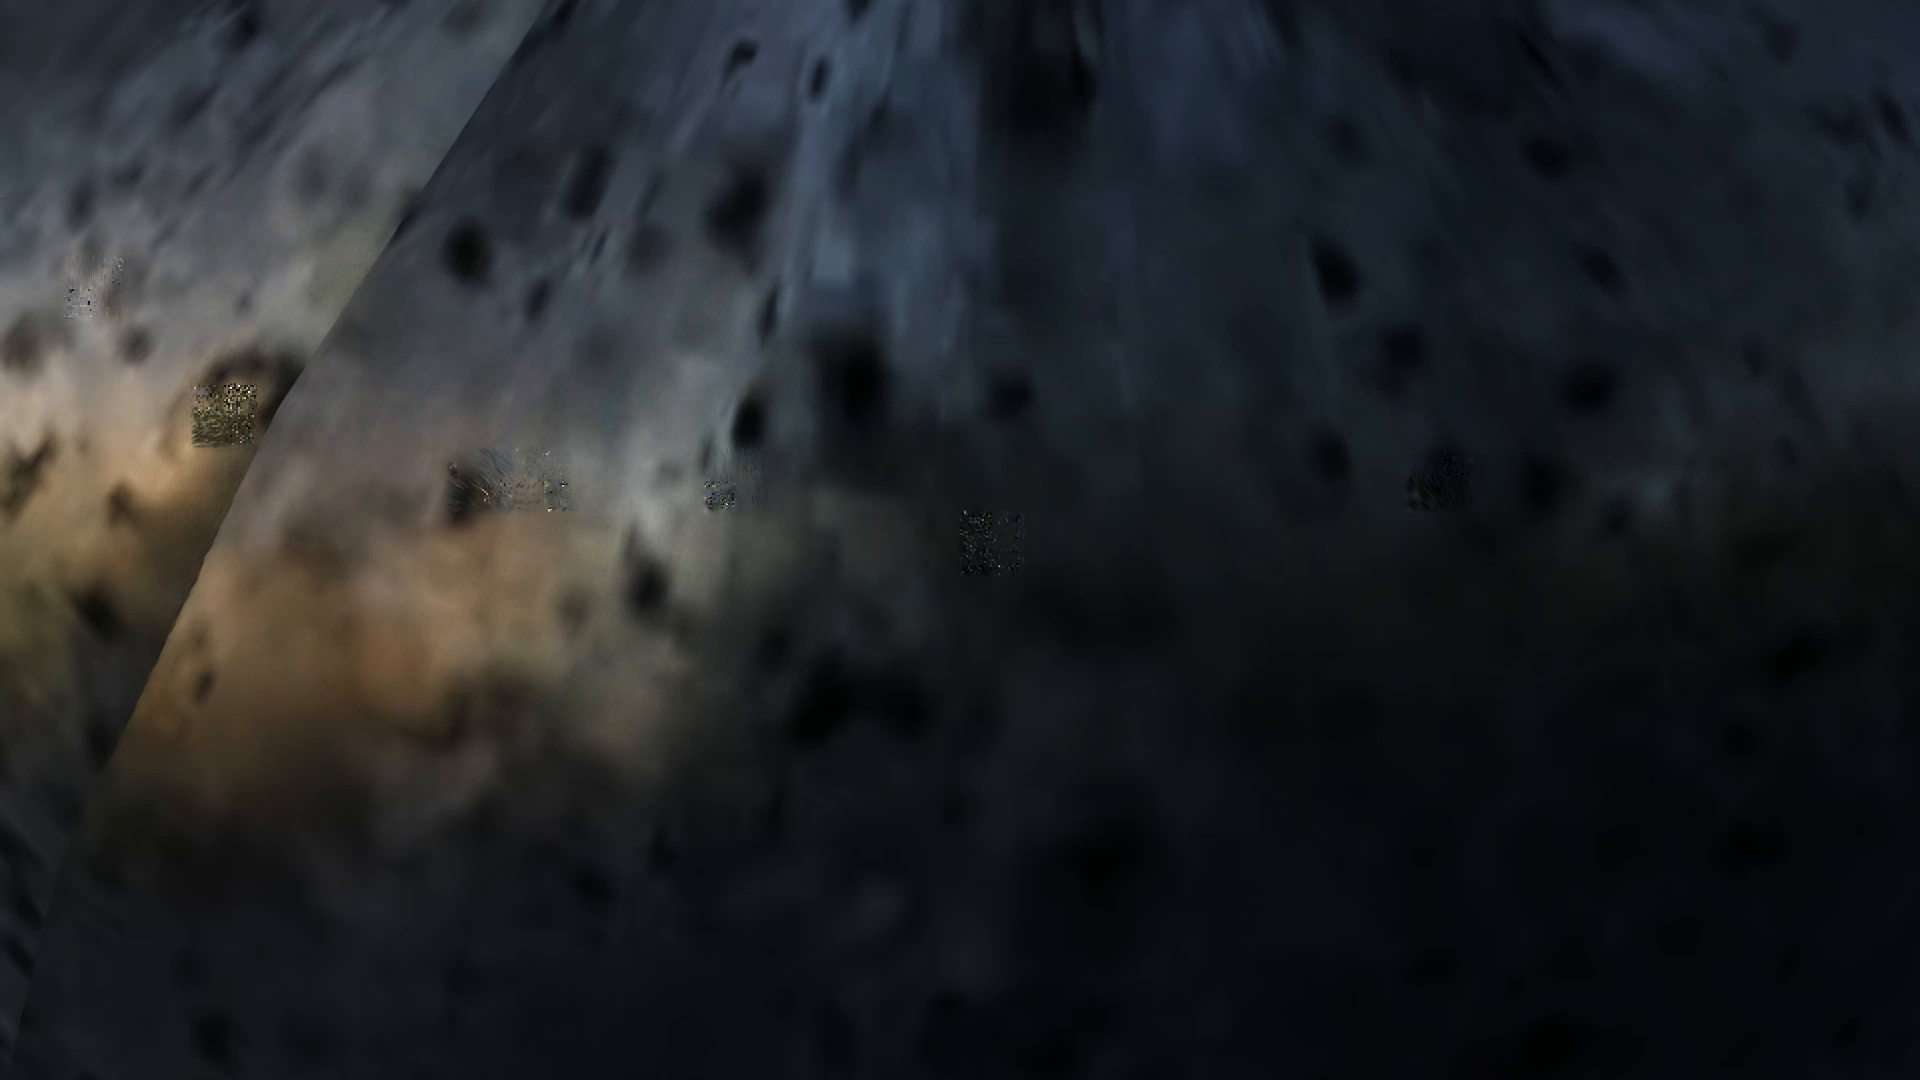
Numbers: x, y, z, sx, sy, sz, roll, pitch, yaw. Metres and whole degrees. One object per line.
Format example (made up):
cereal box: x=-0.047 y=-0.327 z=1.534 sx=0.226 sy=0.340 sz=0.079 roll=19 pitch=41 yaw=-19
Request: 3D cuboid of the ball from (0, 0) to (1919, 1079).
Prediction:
ball: x=0.000 y=-0.002 z=0.056 sx=0.080 sy=0.080 sz=0.080 roll=0 pitch=4 yaw=0
